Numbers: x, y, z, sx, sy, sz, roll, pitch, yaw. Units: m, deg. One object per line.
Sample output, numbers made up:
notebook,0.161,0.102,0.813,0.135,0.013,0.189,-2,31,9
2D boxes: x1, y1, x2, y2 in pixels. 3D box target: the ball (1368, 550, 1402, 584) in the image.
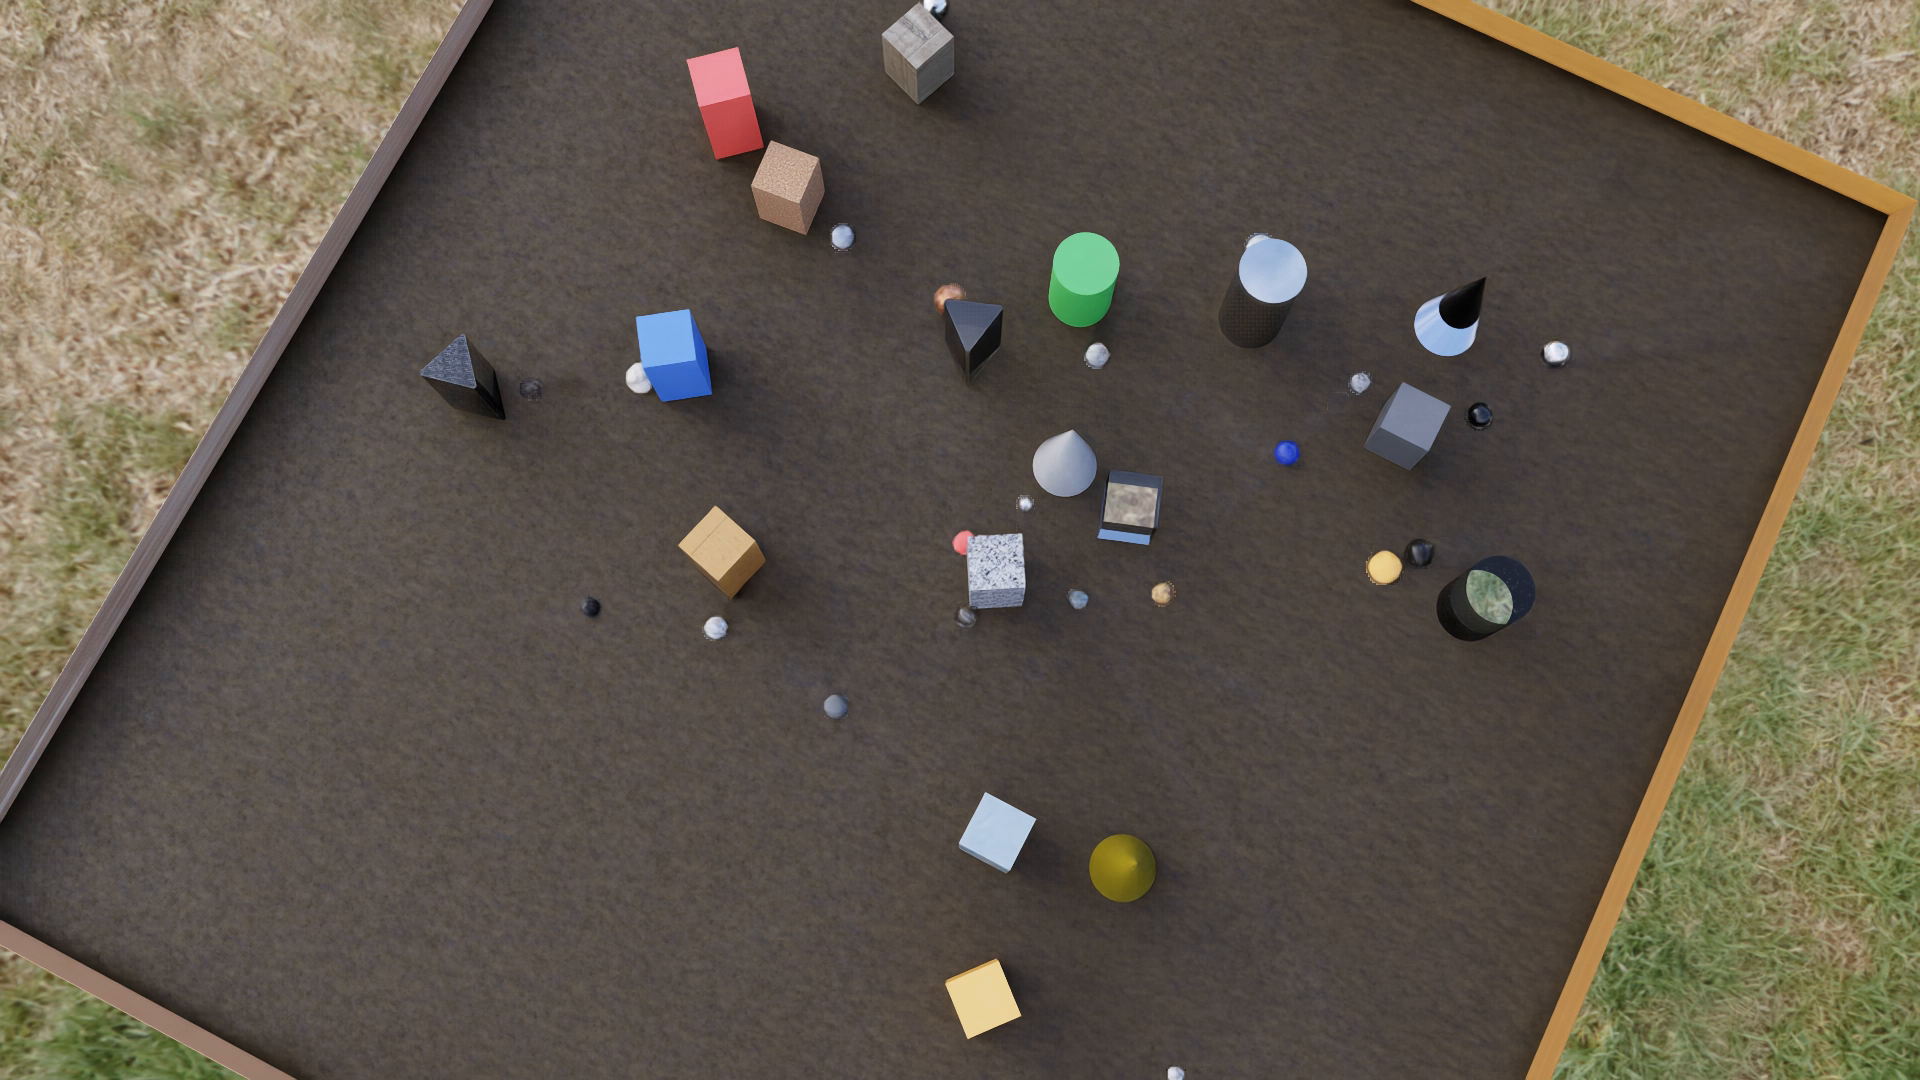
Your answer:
ball,1.287,0.082,5.549,0.098,0.098,0.098,0,78,0

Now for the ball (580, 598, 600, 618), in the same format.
ball,-1.118,0.204,5.544,0.059,0.059,0.059,0,78,0

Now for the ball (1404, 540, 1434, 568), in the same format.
ball,1.395,0.040,5.564,0.087,0.087,0.087,0,78,0

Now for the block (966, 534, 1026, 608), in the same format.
block,0.105,0.095,5.433,0.159,0.320,0.159,-3,78,-1

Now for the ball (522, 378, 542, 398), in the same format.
ball,-1.325,-0.469,5.682,0.061,0.061,0.061,0,78,0

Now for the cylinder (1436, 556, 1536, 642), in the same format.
cylinder,1.548,0.176,5.408,0.198,0.336,0.198,0,78,0

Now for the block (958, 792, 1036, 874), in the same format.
block,0.104,0.843,5.250,0.159,0.377,0.159,27,80,5

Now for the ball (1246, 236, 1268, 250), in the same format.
ball,0.944,-0.913,5.760,0.090,0.090,0.090,0,78,0

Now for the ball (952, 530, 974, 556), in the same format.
ball,0.016,0.010,5.569,0.075,0.075,0.075,0,78,0

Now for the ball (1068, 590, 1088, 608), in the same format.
ball,0.359,0.180,5.550,0.058,0.058,0.058,0,78,0

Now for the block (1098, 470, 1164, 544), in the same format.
block,0.511,-0.097,5.513,0.159,0.243,0.159,8,78,2

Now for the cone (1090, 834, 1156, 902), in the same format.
cone,0.481,0.923,5.194,0.198,0.453,0.198,0,78,0

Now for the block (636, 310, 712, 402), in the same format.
block,-0.862,-0.555,5.549,0.159,0.357,0.159,-9,78,-2

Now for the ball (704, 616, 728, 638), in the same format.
ball,-0.736,0.263,5.527,0.068,0.068,0.068,0,78,0

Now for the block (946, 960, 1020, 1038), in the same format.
block,0.064,1.293,5.182,0.159,0.326,0.159,-22,79,-4

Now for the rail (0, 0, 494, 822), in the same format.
rail,-1.938,-0.942,5.745,0.045,0.129,4.587,26,80,5

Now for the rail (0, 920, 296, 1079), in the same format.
rail,-1.015,1.995,5.137,4.380,0.129,0.045,26,80,5

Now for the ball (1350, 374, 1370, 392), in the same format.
ball,1.243,-0.488,5.688,0.058,0.058,0.058,0,78,0

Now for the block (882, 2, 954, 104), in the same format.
block,-0.131,-1.538,5.804,0.159,0.256,0.159,-43,81,-8

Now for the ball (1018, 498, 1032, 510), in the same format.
ball,0.200,-0.110,5.618,0.042,0.042,0.042,0,78,0

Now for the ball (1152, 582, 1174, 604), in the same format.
ball,0.613,0.162,5.550,0.065,0.065,0.065,0,78,0

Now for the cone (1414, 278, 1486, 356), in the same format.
cone,1.527,-0.718,5.535,0.198,0.452,0.198,0,78,0

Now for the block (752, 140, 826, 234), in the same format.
block,-0.533,-1.095,5.709,0.159,0.262,0.159,21,79,4

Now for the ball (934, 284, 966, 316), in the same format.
ball,-0.033,-0.749,5.721,0.099,0.099,0.099,0,78,0

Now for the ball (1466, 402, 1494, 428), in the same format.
ball,1.604,-0.384,5.656,0.079,0.079,0.079,0,78,0

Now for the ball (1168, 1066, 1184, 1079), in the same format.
ball,0.620,1.539,5.274,0.047,0.047,0.047,0,78,0

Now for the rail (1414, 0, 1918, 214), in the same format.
rail,1.015,-1.981,5.960,4.380,0.129,0.045,26,80,5

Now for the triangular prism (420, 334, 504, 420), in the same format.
triangular prism,-1.478,-0.501,5.542,0.172,0.350,0.149,15,79,3

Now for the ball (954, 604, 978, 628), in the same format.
ball,0.018,0.228,5.500,0.070,0.070,0.070,0,78,0

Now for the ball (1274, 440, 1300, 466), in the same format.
ball,1.005,-0.268,5.632,0.078,0.078,0.078,0,78,0

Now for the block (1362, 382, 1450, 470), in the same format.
block,1.355,-0.343,5.566,0.159,0.238,0.159,28,80,5

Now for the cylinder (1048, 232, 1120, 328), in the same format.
cylinder,0.378,-0.796,5.627,0.198,0.302,0.198,0,78,0

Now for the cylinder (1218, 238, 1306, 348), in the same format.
cylinder,0.912,-0.741,5.549,0.198,0.432,0.198,0,78,0

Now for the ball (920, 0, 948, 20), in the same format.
ball,-0.083,-1.726,5.926,0.095,0.095,0.095,0,78,0

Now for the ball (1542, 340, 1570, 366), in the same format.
ball,1.852,-0.581,5.693,0.086,0.086,0.086,0,78,0

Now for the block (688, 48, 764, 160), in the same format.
block,-0.726,-1.353,5.699,0.159,0.387,0.159,-15,79,-3

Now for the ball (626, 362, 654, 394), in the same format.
ball,-0.988,-0.501,5.673,0.094,0.094,0.094,0,78,0

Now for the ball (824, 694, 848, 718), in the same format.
ball,-0.371,0.498,5.477,0.072,0.072,0.072,0,78,0

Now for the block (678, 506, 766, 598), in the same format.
block,-0.704,0.040,5.454,0.159,0.302,0.159,41,81,8

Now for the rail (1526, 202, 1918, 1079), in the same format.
rail,1.938,0.956,5.352,0.045,0.129,4.587,26,80,5

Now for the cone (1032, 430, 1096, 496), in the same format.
cone,0.324,-0.274,5.456,0.198,0.426,0.198,0,78,0

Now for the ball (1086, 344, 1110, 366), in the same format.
ball,0.428,-0.576,5.700,0.071,0.071,0.071,0,78,0

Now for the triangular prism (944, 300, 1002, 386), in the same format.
triangular prism,0.015,-0.625,5.560,0.149,0.364,0.172,36,81,7

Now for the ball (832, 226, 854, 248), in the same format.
ball,-0.370,-0.956,5.778,0.072,0.072,0.072,0,78,0
